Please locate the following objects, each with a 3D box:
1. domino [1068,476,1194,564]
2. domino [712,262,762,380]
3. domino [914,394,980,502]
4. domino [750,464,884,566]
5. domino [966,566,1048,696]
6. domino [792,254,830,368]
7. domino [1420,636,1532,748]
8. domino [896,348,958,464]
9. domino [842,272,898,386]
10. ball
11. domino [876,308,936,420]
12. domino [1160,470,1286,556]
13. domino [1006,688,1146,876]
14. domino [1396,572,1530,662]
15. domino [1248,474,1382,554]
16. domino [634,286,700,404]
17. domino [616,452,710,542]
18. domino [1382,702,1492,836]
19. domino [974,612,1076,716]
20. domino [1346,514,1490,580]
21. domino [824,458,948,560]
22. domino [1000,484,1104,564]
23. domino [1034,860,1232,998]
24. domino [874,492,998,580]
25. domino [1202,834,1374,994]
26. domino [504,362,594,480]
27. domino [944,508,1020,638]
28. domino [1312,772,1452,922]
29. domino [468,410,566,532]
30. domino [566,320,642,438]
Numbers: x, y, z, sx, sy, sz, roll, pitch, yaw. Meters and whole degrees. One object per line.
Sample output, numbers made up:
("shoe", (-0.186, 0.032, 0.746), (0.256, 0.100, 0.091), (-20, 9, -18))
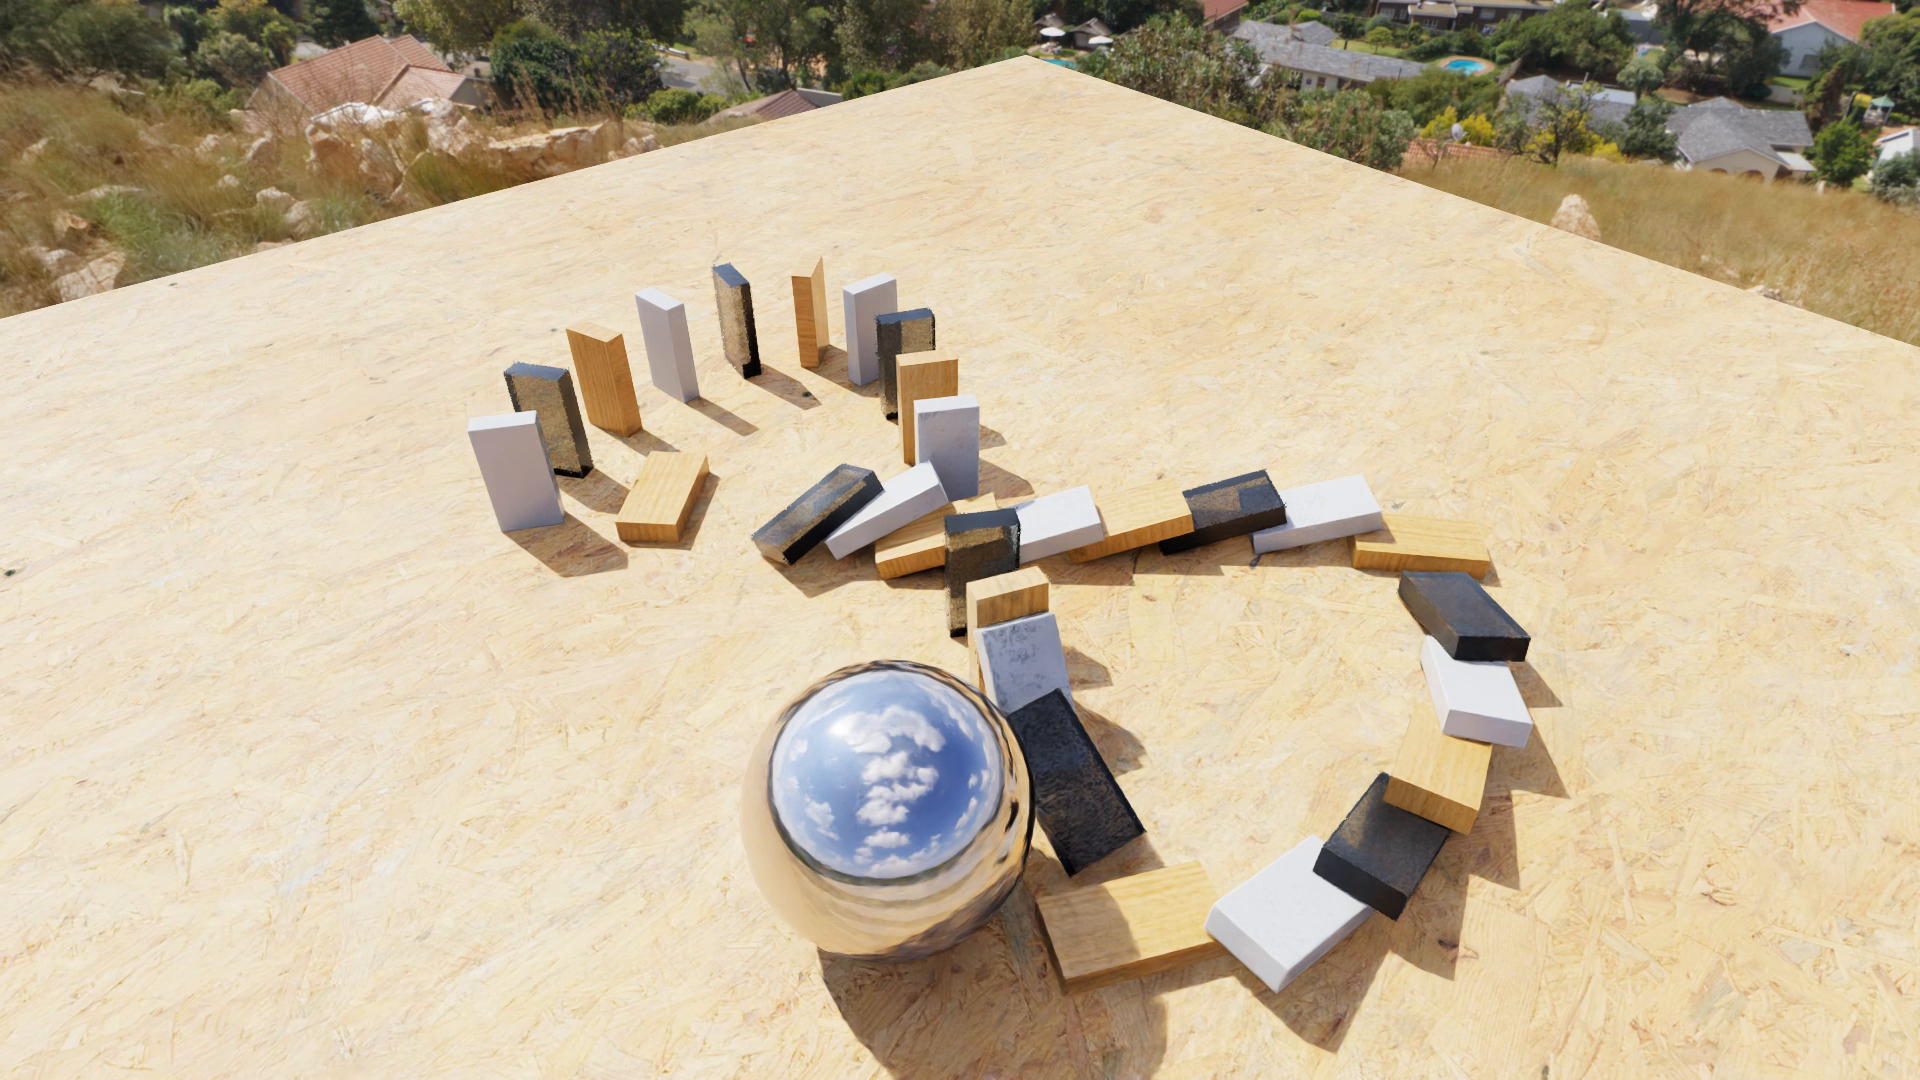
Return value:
("domino", (0.066, -0.008, 0.444), (0.050, 0.010, 0.025), (-16, 40, 4))
("domino", (-0.110, -0.108, 0.543), (0.009, 0.050, 0.025), (-21, 44, -24))
("domino", (-0.005, -0.035, 0.454), (0.025, 0.050, 0.009), (-7, 40, -9))
("domino", (-0.057, -0.011, 0.441), (0.050, 0.009, 0.025), (-41, 31, -22))
("domino", (0.016, 0.034, 0.369), (0.025, 0.050, 0.009), (-13, 36, -16))
("domino", (-0.075, -0.115, 0.551), (0.009, 0.050, 0.025), (5, 40, 6))
("domino", (0.173, 0.050, 0.372), (0.025, 0.009, 0.050), (9, 25, 10))
("domino", (-0.014, -0.058, 0.483), (0.025, 0.050, 0.010), (-9, 40, -11))
("domino", (-0.043, -0.102, 0.537), (0.025, 0.050, 0.009), (-28, 47, -30))
("ball", (-0.019, 0.072, 0.299), (0.080, 0.080, 0.080), (0, 39, 0))
("domino", (-0.024, -0.082, 0.511), (0.025, 0.050, 0.009), (-13, 41, -15))
("domino", (0.104, -0.011, 0.447), (0.050, 0.010, 0.025), (-15, 39, 5))
("domino", (0.032, 0.073, 0.335), (0.025, 0.010, 0.050), (-25, 72, -18))
("domino", (0.182, 0.027, 0.400), (0.025, 0.010, 0.050), (1, 25, -2))
("domino", (0.142, -0.011, 0.447), (0.050, 0.009, 0.025), (-12, 39, 8))
("domino", (-0.139, -0.093, 0.524), (0.025, 0.050, 0.009), (30, 48, 31))
("domino", (-0.125, -0.019, 0.467), (0.025, 0.010, 0.050), (3, 39, 3))
("domino", (0.152, 0.071, 0.347), (0.025, 0.009, 0.050), (20, 28, 23))
("domino", (0.023, 0.051, 0.354), (0.025, 0.050, 0.010), (-13, 2, -15))
("domino", (0.183, 0.002, 0.441), (0.050, 0.010, 0.025), (5, 40, 6))
("domino", (-0.031, -0.012, 0.440), (0.050, 0.010, 0.025), (-27, 28, 3))
("domino", (0.030, -0.004, 0.439), (0.050, 0.009, 0.025), (-16, 40, 4))
("domino", (0.049, 0.109, 0.310), (0.050, 0.009, 0.025), (-10, 40, -12))
("domino", (-0.008, -0.002, 0.436), (0.050, 0.009, 0.025), (-15, 39, 5))
("domino", (0.094, 0.103, 0.308), (0.050, 0.010, 0.025), (-16, 40, -39))
("domino", (-0.177, -0.051, 0.474), (0.025, 0.050, 0.009), (9, 40, 11))
("domino", (0.008, 0.012, 0.396), (0.025, 0.050, 0.009), (-7, 40, -8))
("domino", (0.127, 0.089, 0.325), (0.025, 0.010, 0.050), (28, 32, 30))
("domino", (-0.179, -0.027, 0.445), (0.025, 0.050, 0.009), (-8, 40, -10))
("domino", (-0.162, -0.073, 0.501), (0.025, 0.050, 0.009), (21, 44, 23))
